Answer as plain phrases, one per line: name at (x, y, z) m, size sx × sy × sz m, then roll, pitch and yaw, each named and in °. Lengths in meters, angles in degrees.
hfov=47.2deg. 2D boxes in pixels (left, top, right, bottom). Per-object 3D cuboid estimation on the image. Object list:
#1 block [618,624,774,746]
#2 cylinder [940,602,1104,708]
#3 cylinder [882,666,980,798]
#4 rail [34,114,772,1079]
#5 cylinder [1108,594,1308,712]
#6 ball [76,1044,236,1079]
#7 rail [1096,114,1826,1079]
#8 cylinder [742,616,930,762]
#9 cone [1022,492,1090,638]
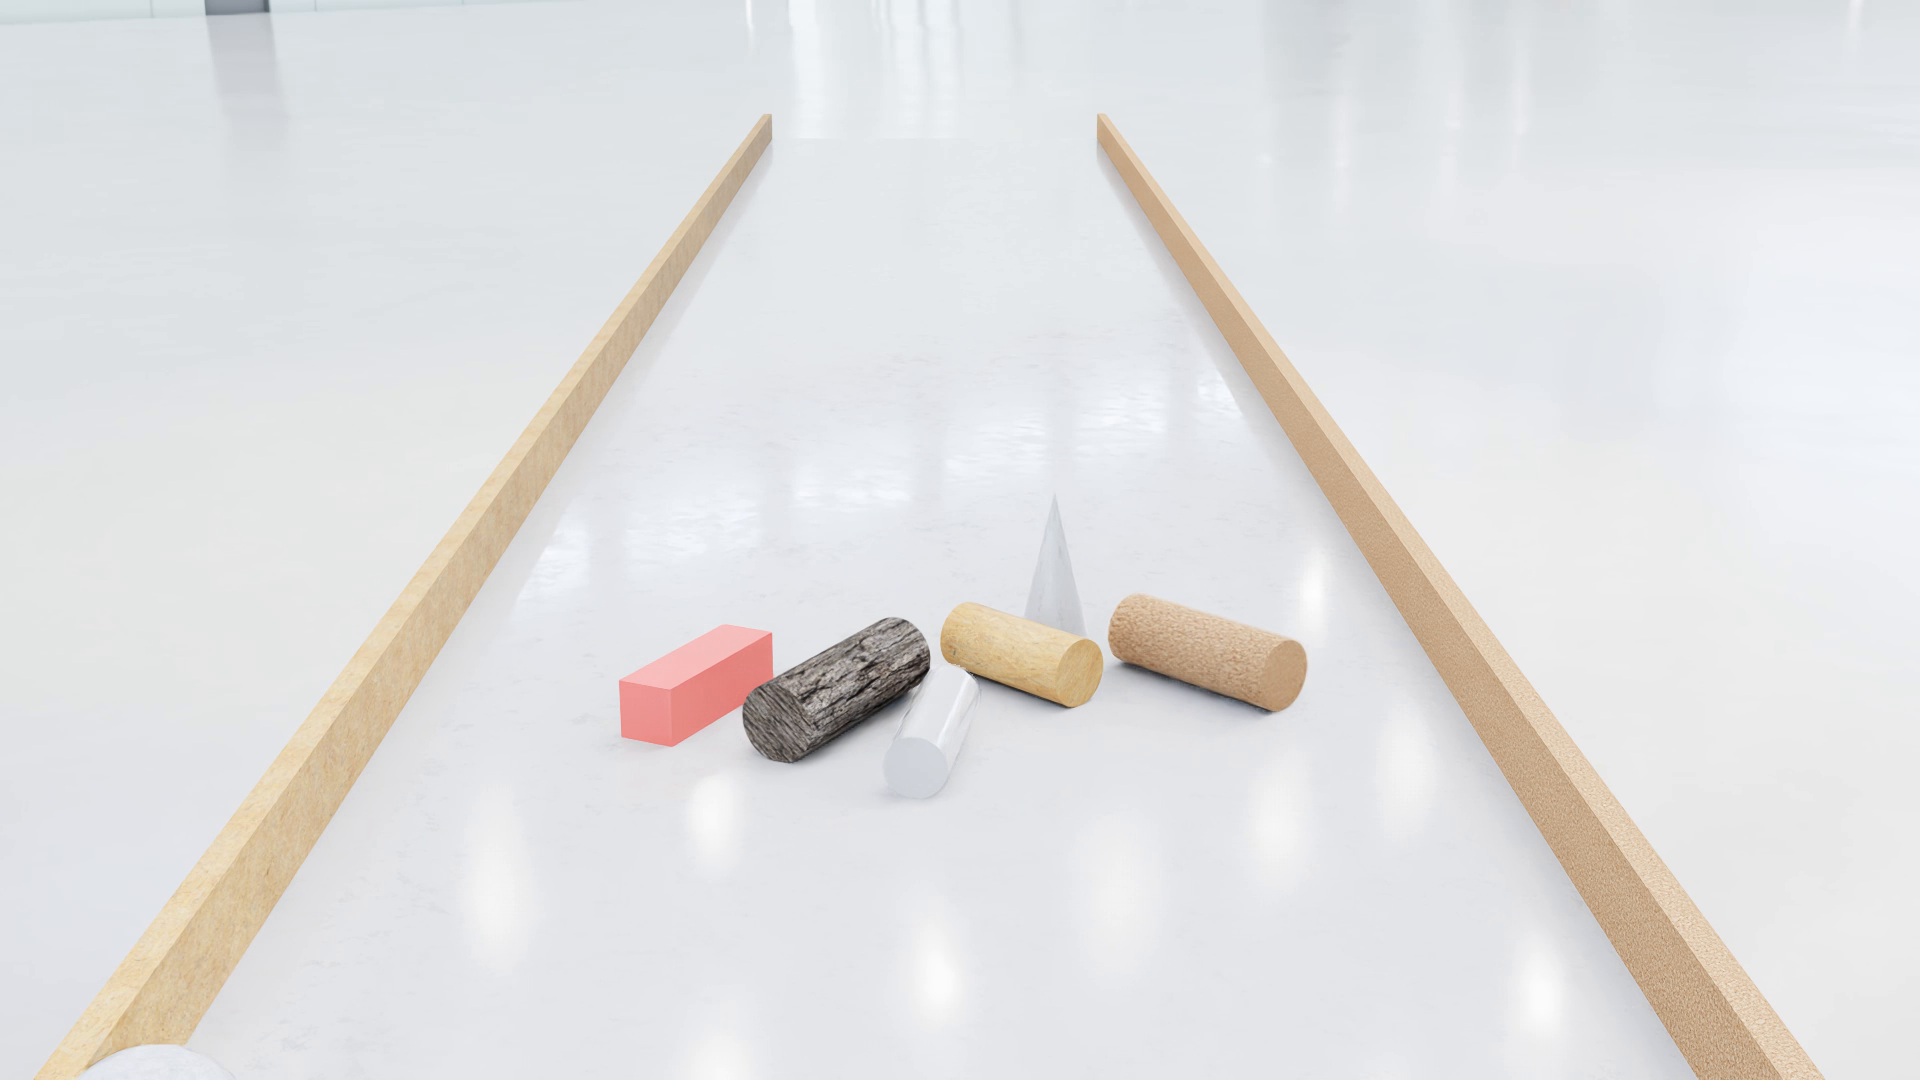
block at (-0.490, 0.269, 4.129) m, size 0.111 × 0.111 × 0.355 m, roll 8°, pitch 18°, yaw 25°
cylinder at (0.117, 0.219, 4.258) m, size 0.133 × 0.133 × 0.313 m, roll -15°, pitch 22°, yaw -42°
cylinder at (-0.048, 0.336, 3.900) m, size 0.113 × 0.113 × 0.358 m, roll 3°, pitch 17°, yaw 9°
rail at (-1.118, -0.838, 7.780) m, size 0.050 × 0.150 × 12.000 m, roll 0°, pitch 17°, yaw -1°
cylinder at (0.476, 0.215, 4.262) m, size 0.139 × 0.139 × 0.387 m, roll -15°, pitch 22°, yaw -41°
ball at (-0.920, 0.691, 2.503) m, size 0.229 × 0.229 × 0.229 m, roll 0°, pitch 17°, yaw 0°
rail at (0.932, -0.844, 7.801) m, size 0.050 × 0.150 × 12.000 m, roll 0°, pitch 17°, yaw -1°
cylinder at (-0.222, 0.271, 4.061) m, size 0.146 × 0.146 × 0.424 m, roll 9°, pitch 19°, yaw 28°
cone at (0.192, 0.051, 4.499) m, size 0.149 × 0.316 × 0.149 m, roll 0°, pitch 17°, yaw 0°
